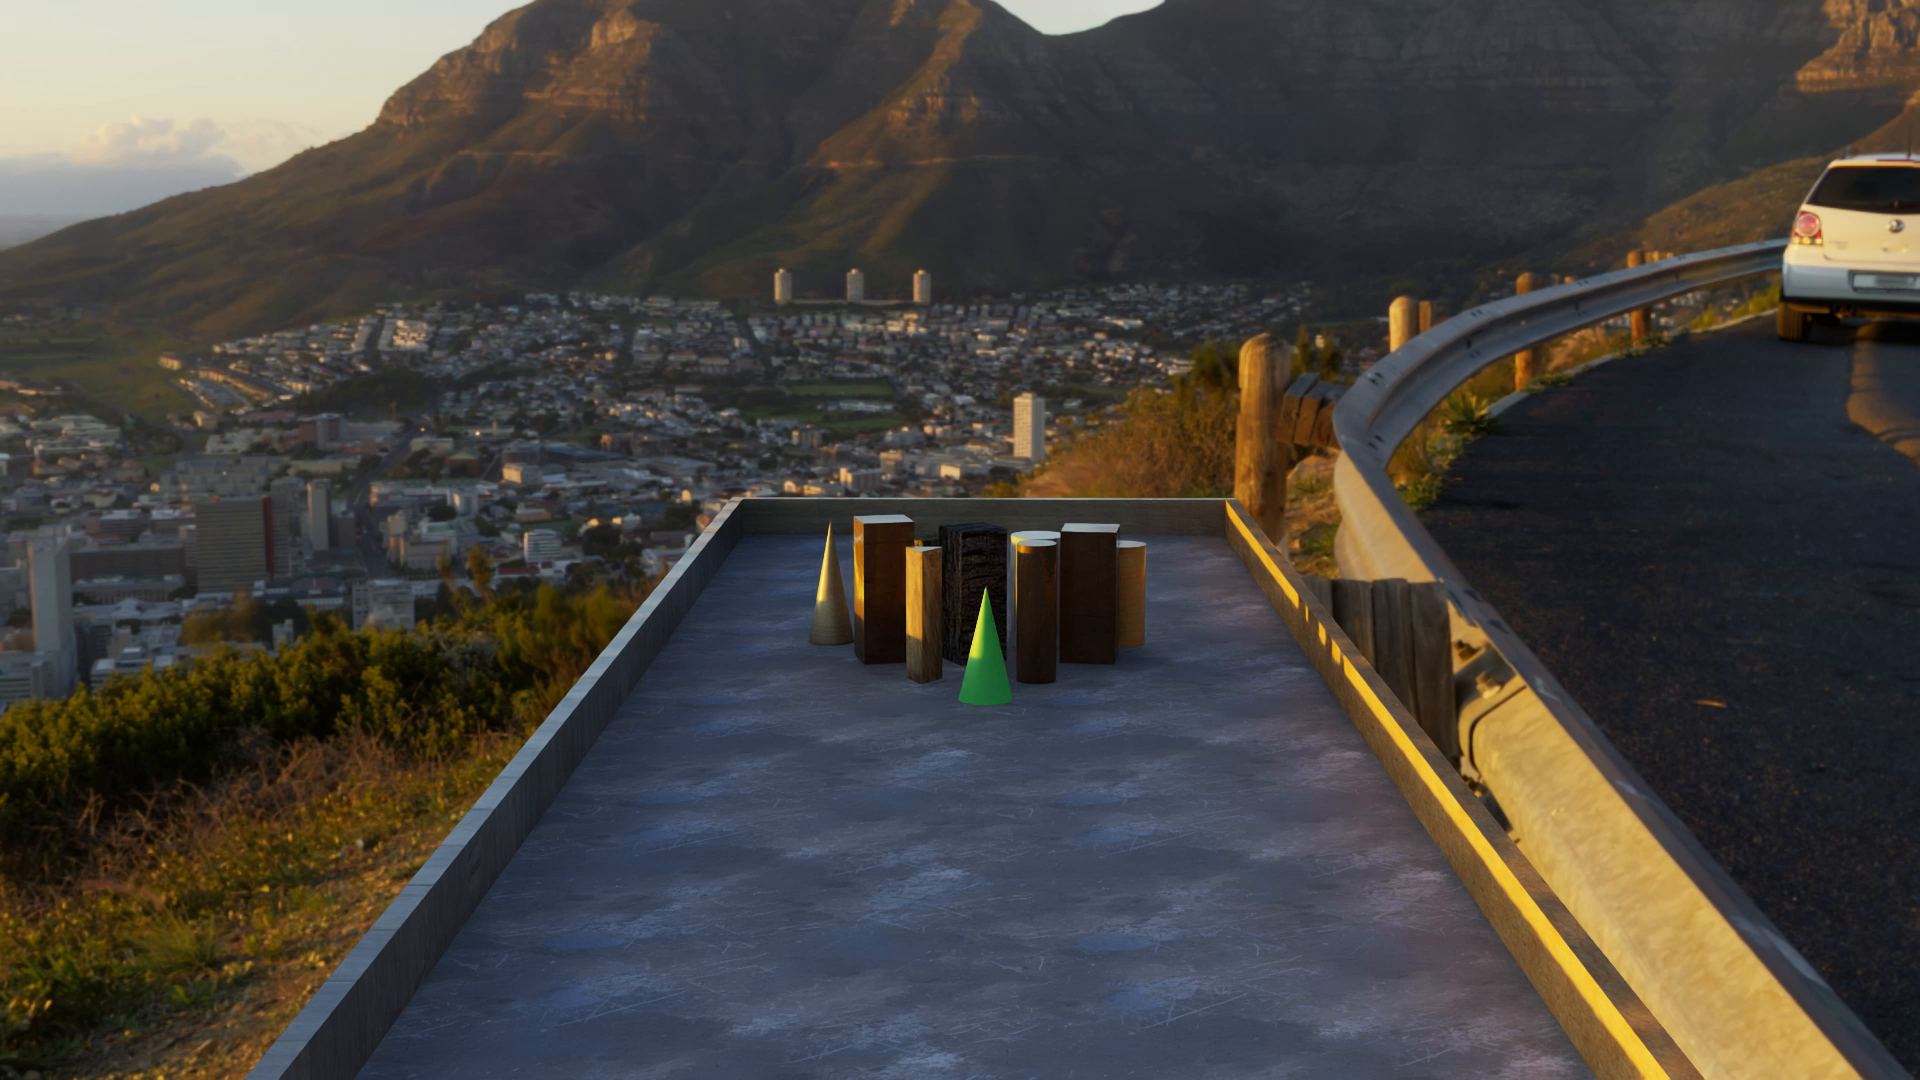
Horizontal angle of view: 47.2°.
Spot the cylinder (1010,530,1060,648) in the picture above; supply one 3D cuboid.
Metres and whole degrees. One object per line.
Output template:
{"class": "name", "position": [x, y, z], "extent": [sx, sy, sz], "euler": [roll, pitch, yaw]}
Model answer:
{"class": "cylinder", "position": [0.244, 0.155, 6.920], "extent": [0.170, 0.347, 0.170], "euler": [0, 9, 0]}

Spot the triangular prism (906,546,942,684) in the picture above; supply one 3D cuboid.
{"class": "triangular prism", "position": [-0.119, 0.215, 6.408], "extent": [0.090, 0.389, 0.103], "euler": [6, 11, 34]}

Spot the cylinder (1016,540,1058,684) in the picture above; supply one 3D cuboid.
{"class": "cylinder", "position": [0.223, 0.209, 6.397], "extent": [0.116, 0.405, 0.116], "euler": [0, 9, 0]}

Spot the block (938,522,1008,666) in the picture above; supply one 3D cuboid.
{"class": "block", "position": [0.039, 0.162, 6.692], "extent": [0.154, 0.405, 0.154], "euler": [-4, 10, -26]}

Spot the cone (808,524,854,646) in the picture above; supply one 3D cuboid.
{"class": "cone", "position": [-0.408, 0.129, 6.954], "extent": [0.145, 0.388, 0.145], "euler": [0, 9, 0]}

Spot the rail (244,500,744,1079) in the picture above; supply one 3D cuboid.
{"class": "rail", "position": [-1.004, 0.839, 3.234], "extent": [0.050, 0.150, 12.000], "euler": [0, 9, 1]}

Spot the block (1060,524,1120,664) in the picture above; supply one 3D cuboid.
{"class": "block", "position": [0.396, 0.162, 6.699], "extent": [0.168, 0.403, 0.168], "euler": [1, 9, 8]}

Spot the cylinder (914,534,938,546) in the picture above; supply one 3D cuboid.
{"class": "cylinder", "position": [-0.108, 0.157, 6.953], "extent": [0.126, 0.334, 0.126], "euler": [0, 9, 0]}

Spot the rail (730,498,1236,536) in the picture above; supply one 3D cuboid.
{"class": "rail", "position": [0.099, -0.098, 9.147], "extent": [2.100, 0.150, 0.050], "euler": [0, 9, 1]}

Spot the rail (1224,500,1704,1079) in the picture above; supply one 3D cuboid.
{"class": "rail", "position": [1.046, 0.843, 3.208], "extent": [0.050, 0.150, 12.000], "euler": [0, 9, 1]}

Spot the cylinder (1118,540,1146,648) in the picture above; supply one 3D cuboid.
{"class": "cylinder", "position": [0.515, 0.170, 6.922], "extent": [0.137, 0.318, 0.137], "euler": [0, 9, 0]}

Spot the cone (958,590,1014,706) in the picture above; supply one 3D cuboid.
{"class": "cone", "position": [0.073, 0.286, 6.163], "extent": [0.154, 0.325, 0.154], "euler": [0, 9, 0]}

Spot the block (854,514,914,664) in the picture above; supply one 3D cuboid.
{"class": "block", "position": [-0.231, 0.149, 6.694], "extent": [0.156, 0.431, 0.156], "euler": [-2, 9, -14]}
